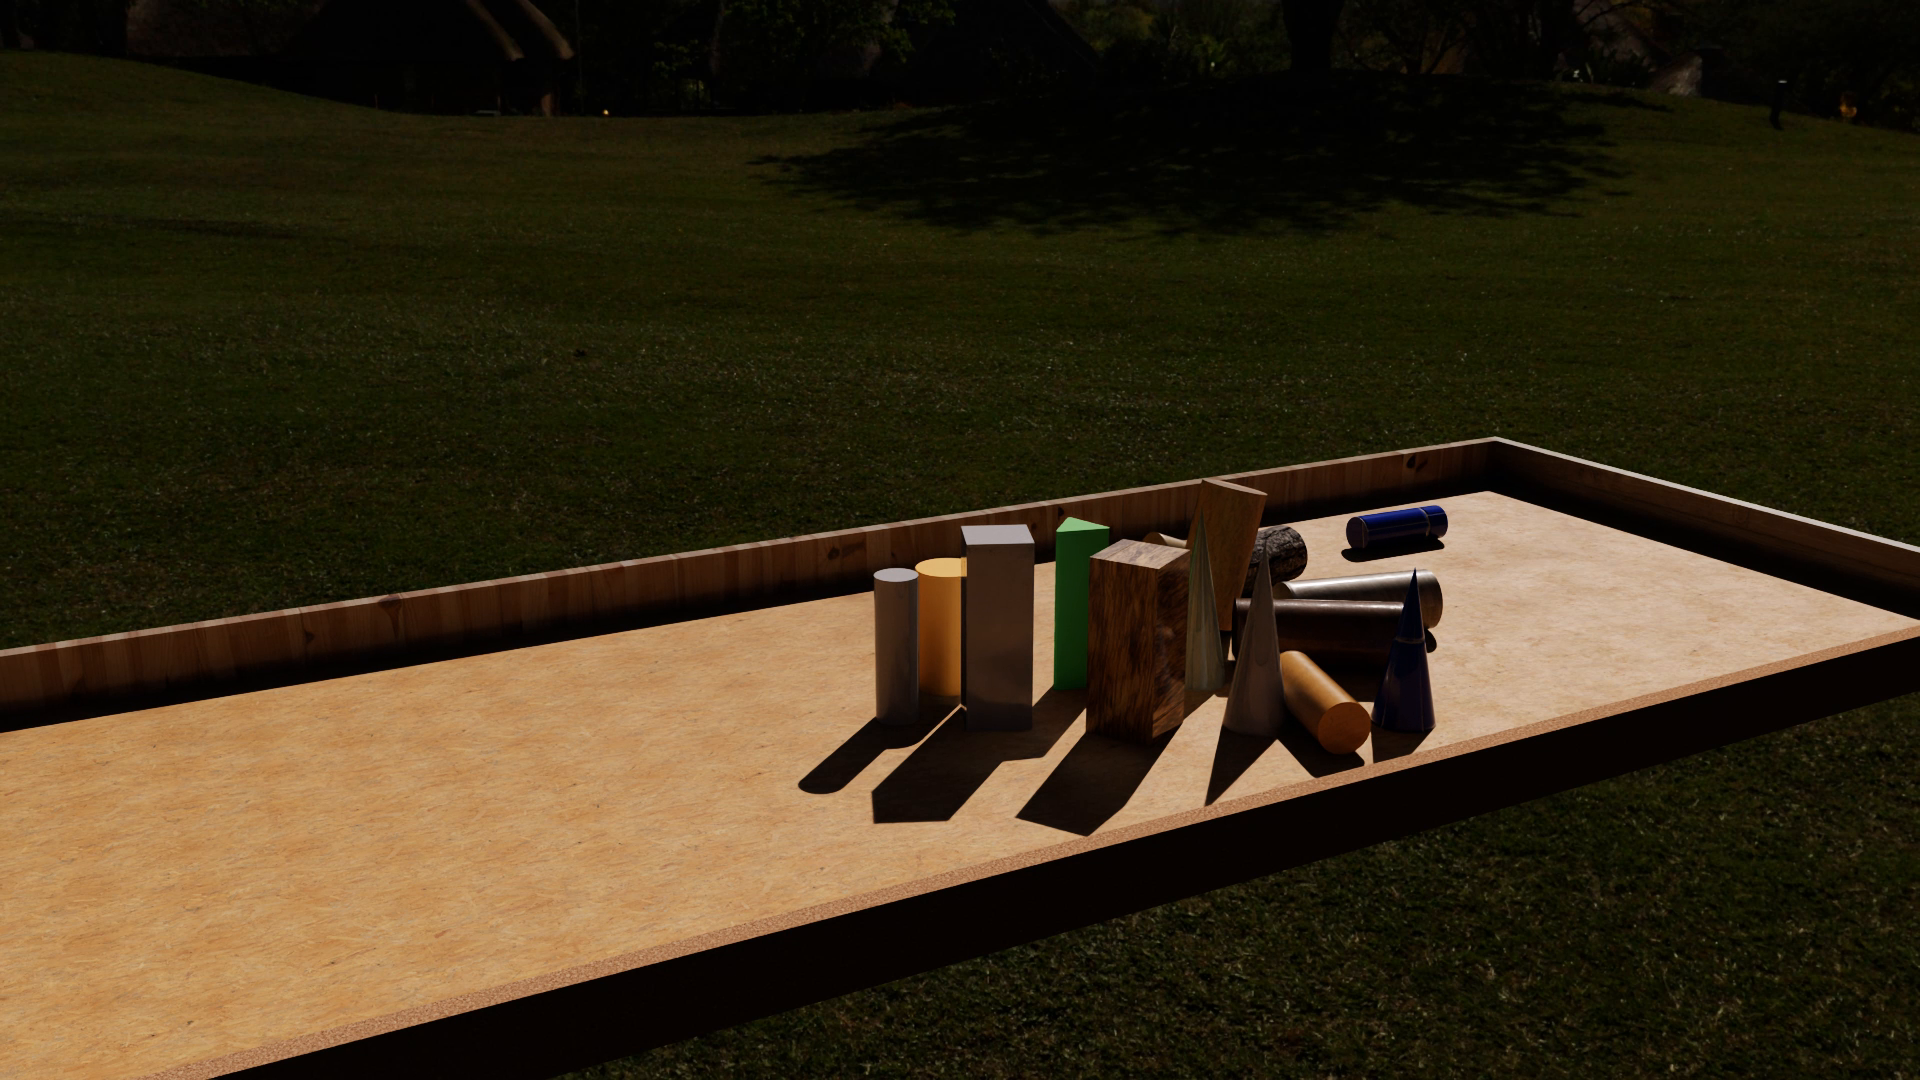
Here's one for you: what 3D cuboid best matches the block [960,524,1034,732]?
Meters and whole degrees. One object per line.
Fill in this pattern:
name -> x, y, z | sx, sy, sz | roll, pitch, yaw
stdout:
block -> 0.085, 0.205, 3.854 | 0.154, 0.454, 0.154 | -1, 16, -5

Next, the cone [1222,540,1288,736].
cone -> 0.696, 0.214, 3.819 | 0.154, 0.455, 0.154 | 0, 16, 0

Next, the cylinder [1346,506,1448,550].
cylinder -> 1.403, -0.039, 5.294 | 0.324, 0.109, 0.109 | -8, 18, -25

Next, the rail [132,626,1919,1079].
rail -> -2.336, 1.006, 1.665 | 12.000, 0.150, 0.050 | -9, 18, -27

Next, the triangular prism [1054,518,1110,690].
triangular prism -> 0.285, 0.156, 4.097 | 0.133, 0.410, 0.115 | -4, 17, -13

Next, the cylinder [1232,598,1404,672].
cylinder -> 0.913, 0.242, 4.214 | 0.420, 0.179, 0.179 | 1, 16, 5

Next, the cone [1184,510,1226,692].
cone -> 0.591, 0.134, 4.088 | 0.157, 0.457, 0.157 | 0, 16, 0

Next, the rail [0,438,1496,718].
rail -> -3.305, 0.497, 3.399 | 12.000, 0.150, 0.050 | -9, 18, -27

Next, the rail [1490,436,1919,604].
rail -> 2.466, -0.048, 5.253 | 0.050, 0.150, 2.100 | -9, 18, -27

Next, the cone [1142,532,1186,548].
cone -> 0.733, 0.052, 5.061 | 0.352, 0.135, 0.135 | 3, 13, -30

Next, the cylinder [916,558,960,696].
cylinder -> -0.031, 0.214, 4.083 | 0.156, 0.307, 0.156 | 0, 16, 0

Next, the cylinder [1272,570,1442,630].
cylinder -> 1.070, 0.178, 4.460 | 0.431, 0.164, 0.164 | -4, 17, -15

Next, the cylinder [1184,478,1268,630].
cylinder -> 0.701, 0.039, 4.490 | 0.180, 0.380, 0.180 | 13, 9, -2

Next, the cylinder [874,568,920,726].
cylinder -> -0.148, 0.251, 3.872 | 0.104, 0.355, 0.104 | 0, 16, 0

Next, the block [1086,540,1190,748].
block -> 0.409, 0.235, 3.803 | 0.170, 0.425, 0.170 | 10, 19, 30

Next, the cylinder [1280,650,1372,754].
cylinder -> 0.831, 0.375, 3.851 | 0.127, 0.127, 0.335 | -3, 17, -10

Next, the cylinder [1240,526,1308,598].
cylinder -> 0.847, 0.070, 4.819 | 0.335, 0.168, 0.168 | -15, 22, -41

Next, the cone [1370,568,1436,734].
cone -> 1.046, 0.244, 3.843 | 0.152, 0.384, 0.152 | 0, 16, 0
